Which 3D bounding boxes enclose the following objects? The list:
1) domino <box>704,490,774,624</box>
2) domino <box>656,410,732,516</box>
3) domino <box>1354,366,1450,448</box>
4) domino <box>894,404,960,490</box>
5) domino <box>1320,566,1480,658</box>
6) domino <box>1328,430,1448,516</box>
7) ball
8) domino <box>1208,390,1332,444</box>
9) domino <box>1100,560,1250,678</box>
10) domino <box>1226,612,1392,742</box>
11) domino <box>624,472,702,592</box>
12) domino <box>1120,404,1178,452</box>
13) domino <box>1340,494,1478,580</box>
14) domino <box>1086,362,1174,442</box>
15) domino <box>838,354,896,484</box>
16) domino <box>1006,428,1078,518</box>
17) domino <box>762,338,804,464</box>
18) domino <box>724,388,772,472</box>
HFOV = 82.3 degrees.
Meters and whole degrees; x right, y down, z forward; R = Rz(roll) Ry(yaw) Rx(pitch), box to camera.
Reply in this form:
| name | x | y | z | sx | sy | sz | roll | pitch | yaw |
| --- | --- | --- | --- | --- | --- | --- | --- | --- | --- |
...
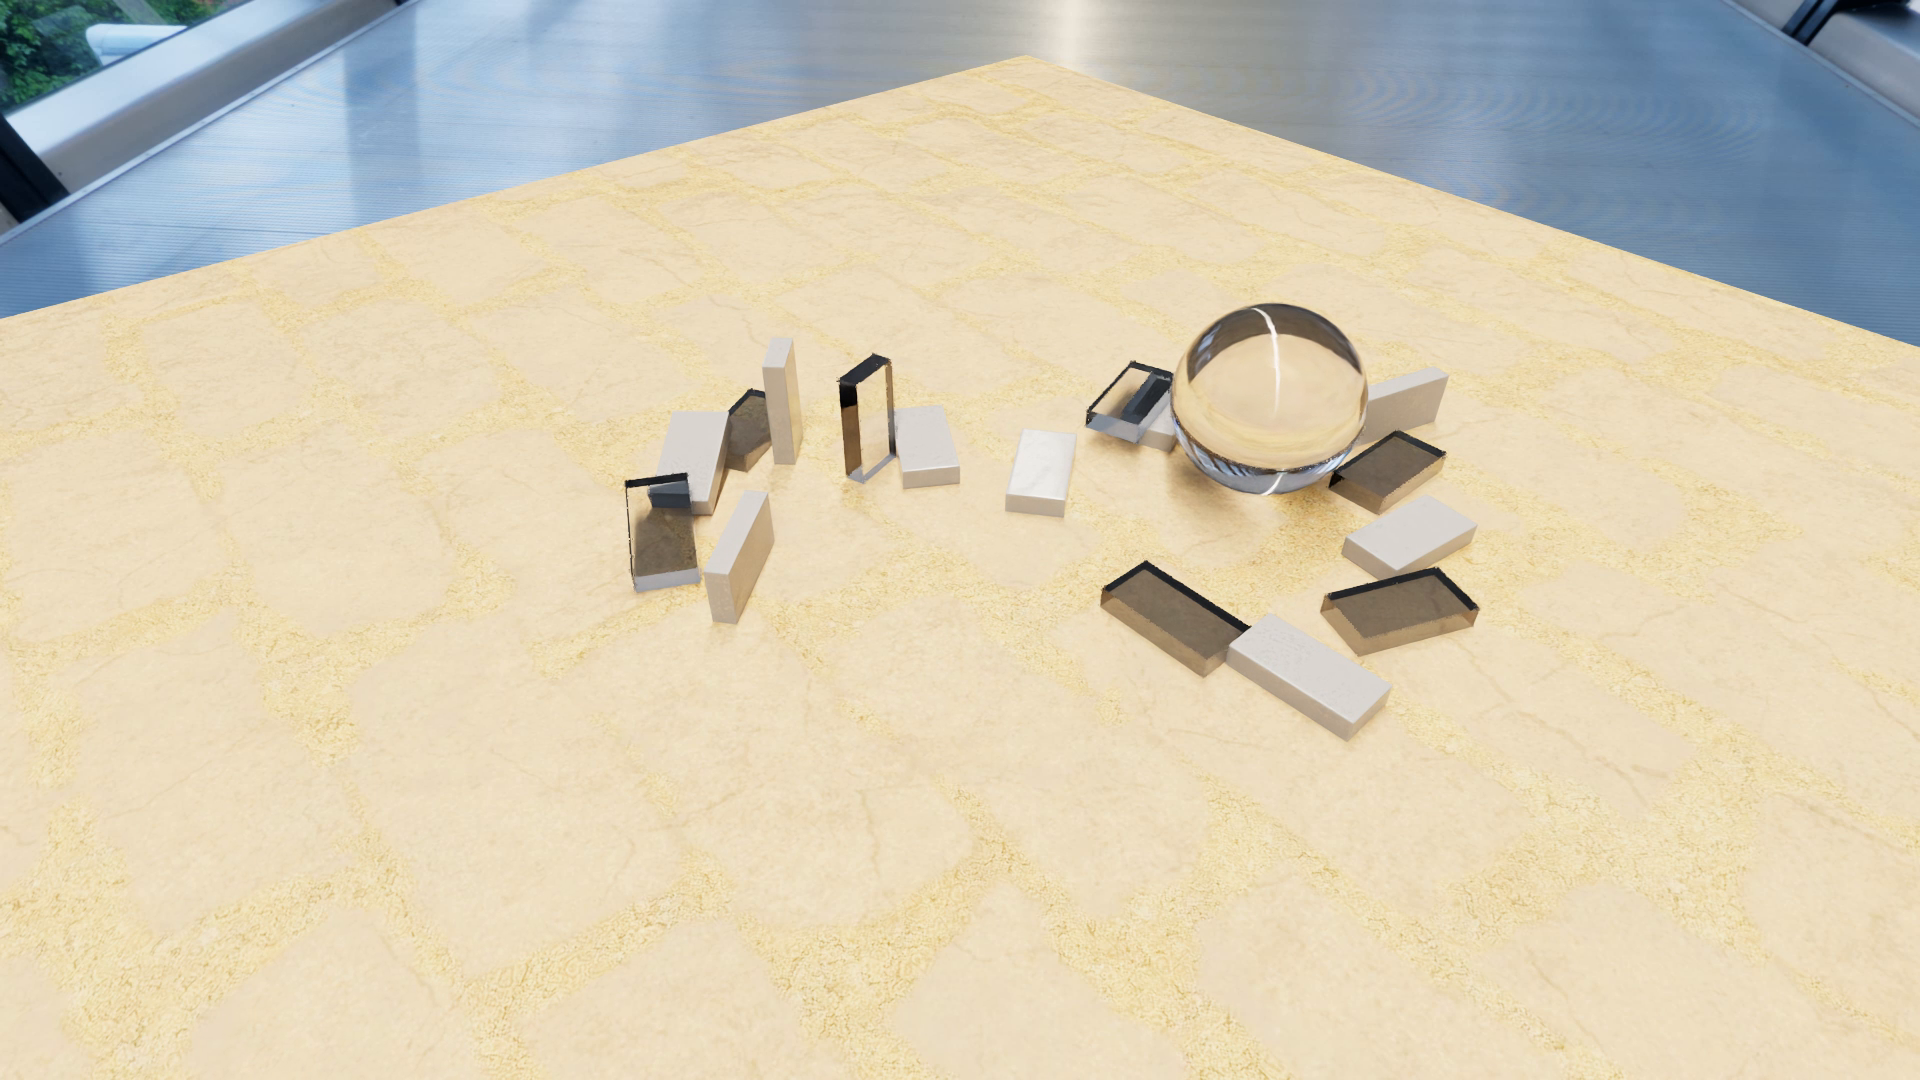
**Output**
| name | x | y | z | sx | sy | sz | roll | pitch | yaw |
| --- | --- | --- | --- | --- | --- | --- | --- | --- | --- |
| domino | -0.084 | 0.006 | 0.424 | 0.010 | 0.025 | 0.050 | 6 | 40 | 7 |
| domino | -0.115 | -0.034 | 0.474 | 0.025 | 0.009 | 0.050 | 1 | 54 | 3 |
| domino | 0.200 | -0.061 | 0.506 | 0.050 | 0.025 | 0.009 | -18 | 43 | -20 |
| domino | -0.016 | -0.043 | 0.495 | 0.025 | 0.010 | 0.050 | -6 | 40 | -7 |
| domino | 0.164 | 0.026 | 0.411 | 0.050 | 0.009 | 0.025 | -12 | 41 | -14 |
| domino | 0.187 | -0.030 | 0.480 | 0.050 | 0.009 | 0.025 | -29 | 47 | -30 |
| ball | 0.128 | -0.059 | 0.459 | 0.080 | 0.080 | 0.080 | 0 | 39 | 0 |
| domino | 0.144 | -0.058 | 0.514 | 0.050 | 0.010 | 0.025 | -4 | 40 | -5 |
| domino | 0.079 | 0.028 | 0.409 | 0.025 | 0.010 | 0.050 | -29 | 48 | -31 |
| domino | 0.122 | 0.047 | 0.386 | 0.025 | 0.010 | 0.050 | -31 | 48 | -32 |
| domino | -0.119 | -0.004 | 0.439 | 0.025 | 0.009 | 0.050 | -9 | 53 | -11 |
| domino | 0.096 | -0.061 | 0.518 | 0.025 | 0.009 | 0.050 | 18 | 43 | 21 |
| domino | 0.181 | 0.000 | 0.444 | 0.050 | 0.010 | 0.025 | -23 | 45 | -26 |
| domino | 0.080 | -0.064 | 0.507 | 0.025 | 0.009 | 0.050 | 20 | 44 | 23 |
| domino | -0.040 | -0.052 | 0.475 | 0.010 | 0.050 | 0.025 | 22 | 44 | 24 |
| domino | 0.036 | -0.030 | 0.480 | 0.025 | 0.009 | 0.050 | 7 | 40 | 8 |
| domino | -0.078 | -0.061 | 0.486 | 0.009 | 0.050 | 0.025 | 1 | 39 | 1 |
| domino | -0.097 | -0.051 | 0.506 | 0.025 | 0.009 | 0.050 | 13 | 41 | 16 |
